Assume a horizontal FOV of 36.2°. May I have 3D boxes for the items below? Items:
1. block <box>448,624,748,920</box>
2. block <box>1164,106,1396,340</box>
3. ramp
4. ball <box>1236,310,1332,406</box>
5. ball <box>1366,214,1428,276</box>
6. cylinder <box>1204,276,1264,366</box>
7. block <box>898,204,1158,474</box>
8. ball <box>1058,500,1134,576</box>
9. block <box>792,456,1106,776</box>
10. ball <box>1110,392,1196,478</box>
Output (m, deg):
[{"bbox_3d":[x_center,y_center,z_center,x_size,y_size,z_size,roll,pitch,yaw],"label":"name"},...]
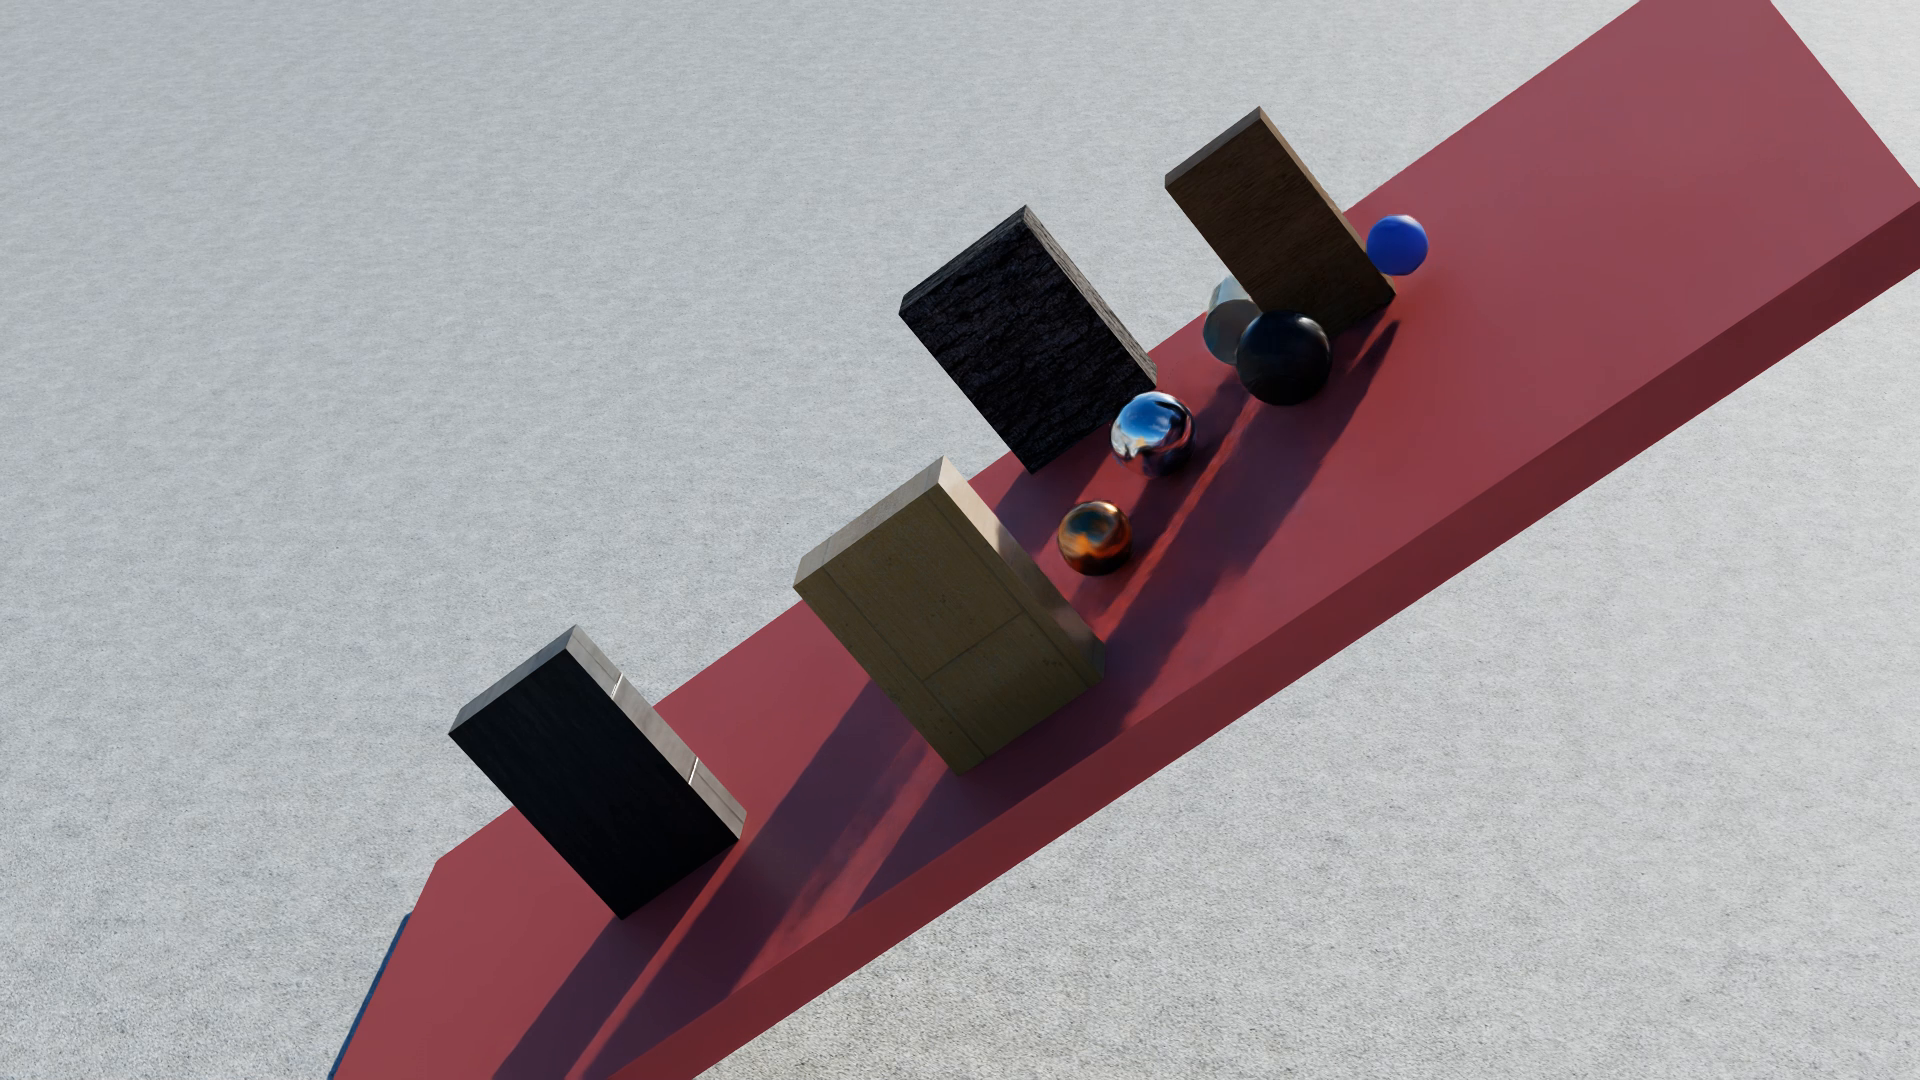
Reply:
[{"bbox_3d":[-0.773,0.501,6.306,0.338,0.564,0.122,-35,16,17],"label":"block"},{"bbox_3d":[0.679,-0.647,6.231,0.248,0.483,0.097,-35,16,17],"label":"block"},{"bbox_3d":[0.124,0.183,6.333,4.000,0.100,2.000,-35,16,17],"label":"ramp"},{"bbox_3d":[0.665,-0.375,6.046,0.199,0.199,0.199,0,23,0],"label":"ball"},{"bbox_3d":[0.917,-0.617,6.165,0.129,0.129,0.129,0,23,0],"label":"ball"},{"bbox_3d":[0.625,-0.488,6.519,0.158,0.158,0.158,4,26,8],"label":"cylinder"},{"bbox_3d":[0.162,-0.468,6.901,0.370,0.504,0.138,-35,16,17],"label":"block"},{"bbox_3d":[0.277,-0.003,6.009,0.156,0.156,0.156,0,23,0],"label":"ball"},{"bbox_3d":[-0.017,0.148,5.629,0.354,0.503,0.141,-35,16,17],"label":"block"},{"bbox_3d":[0.412,-0.224,6.251,0.183,0.183,0.183,0,23,0],"label":"ball"}]
